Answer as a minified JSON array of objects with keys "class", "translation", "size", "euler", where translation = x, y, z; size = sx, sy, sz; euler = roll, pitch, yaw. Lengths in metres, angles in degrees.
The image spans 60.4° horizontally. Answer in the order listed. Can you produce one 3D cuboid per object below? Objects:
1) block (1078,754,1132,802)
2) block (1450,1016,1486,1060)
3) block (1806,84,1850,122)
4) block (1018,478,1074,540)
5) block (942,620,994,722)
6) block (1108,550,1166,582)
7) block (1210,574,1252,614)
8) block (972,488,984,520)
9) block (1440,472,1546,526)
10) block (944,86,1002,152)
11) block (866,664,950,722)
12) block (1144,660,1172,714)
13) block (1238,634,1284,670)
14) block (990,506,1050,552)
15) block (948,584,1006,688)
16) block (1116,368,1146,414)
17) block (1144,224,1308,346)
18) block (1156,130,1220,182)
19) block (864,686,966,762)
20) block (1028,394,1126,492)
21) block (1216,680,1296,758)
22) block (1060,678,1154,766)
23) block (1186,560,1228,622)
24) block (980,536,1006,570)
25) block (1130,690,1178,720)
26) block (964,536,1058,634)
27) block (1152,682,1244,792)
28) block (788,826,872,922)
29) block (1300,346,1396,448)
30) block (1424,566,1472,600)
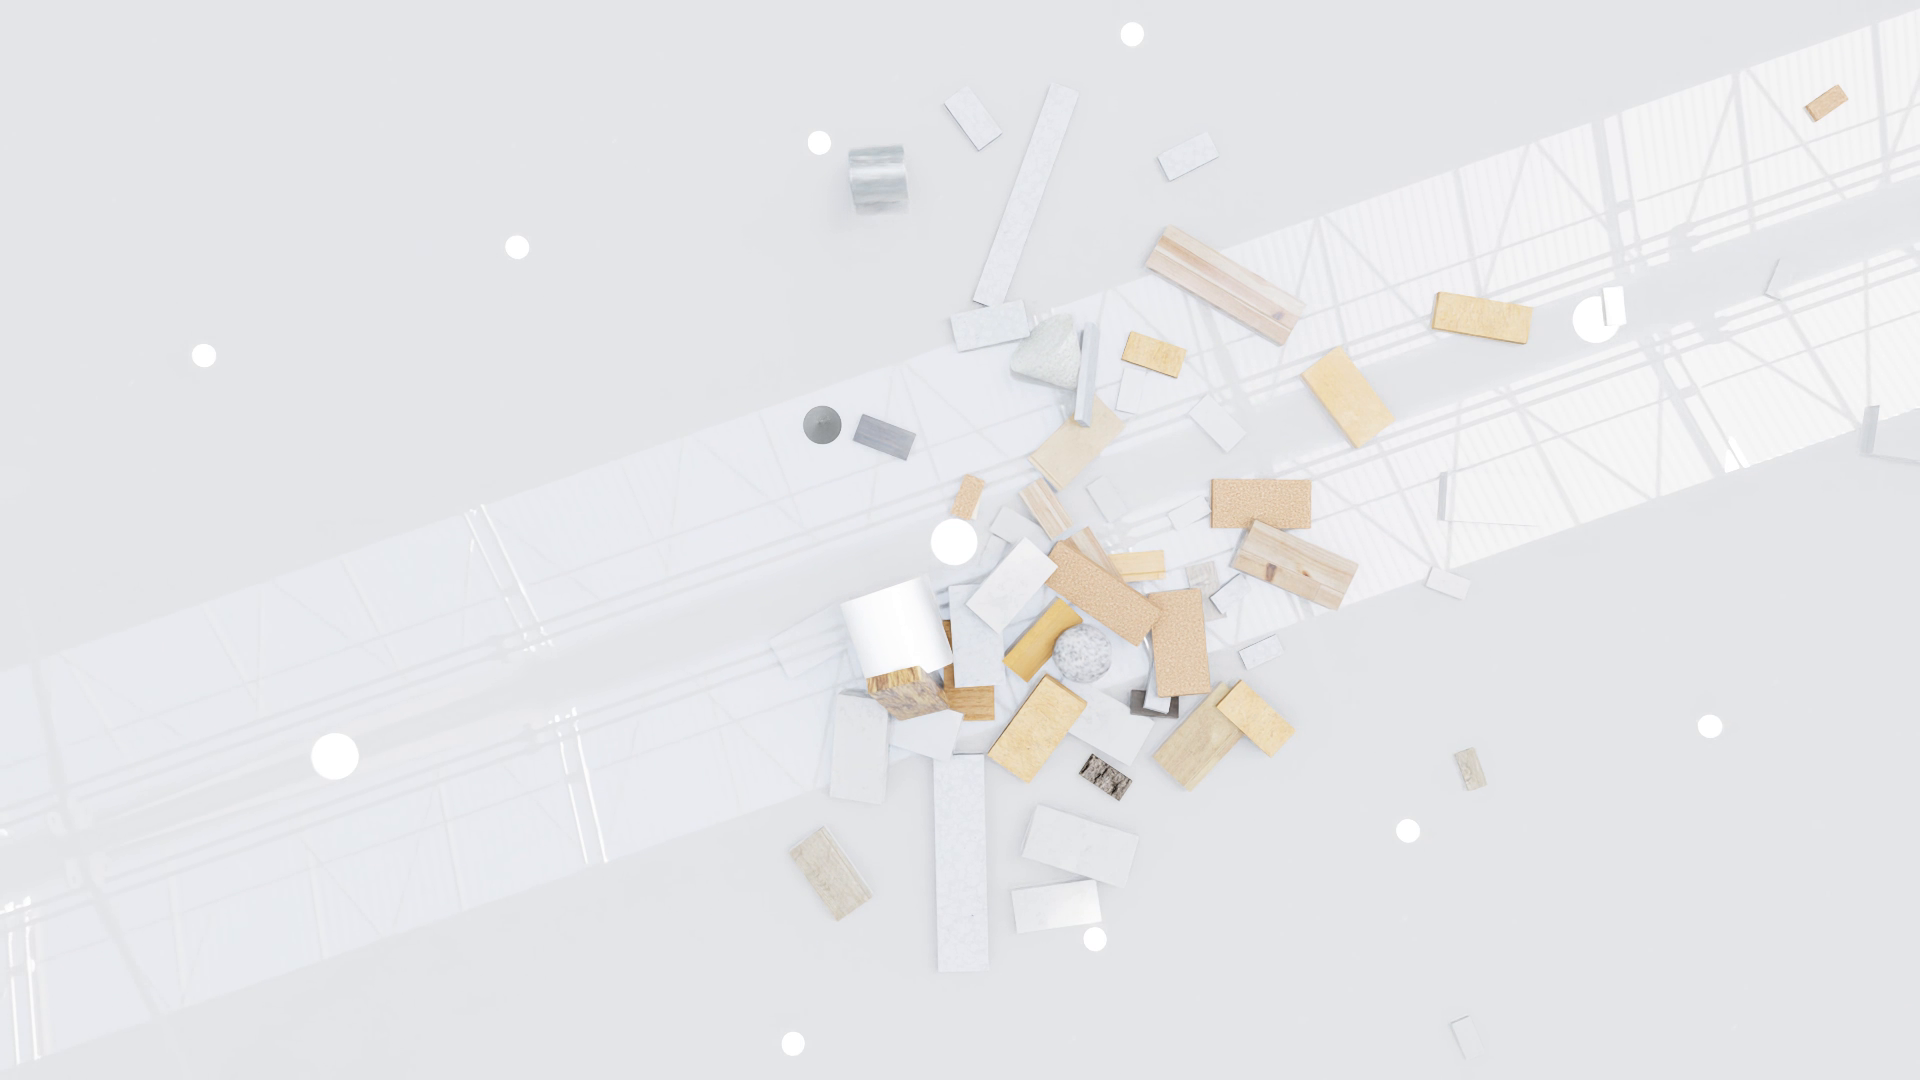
[{"class":"block","translation":[0.485,0.790,5.489],"size":[0.161,0.023,0.081],"euler":[34,90,0]},{"class":"block","translation":[1.690,1.657,5.491],"size":[0.066,0.019,0.131],"euler":[-23,90,0]},{"class":"block","translation":[2.886,-1.455,5.491],"size":[0.125,0.018,0.063],"euler":[-35,90,0]},{"class":"block","translation":[0.286,-0.103,5.471],"size":[0.095,0.027,0.191],"euler":[-34,85,-10]},{"class":"block","translation":[0.029,0.432,5.476],"size":[0.167,0.047,0.334],"euler":[-1,90,0]},{"class":"block","translation":[0.584,0.089,5.486],"size":[0.193,0.027,0.096],"euler":[-5,90,0]},{"class":"block","translation":[0.897,0.178,5.470],"size":[0.136,0.019,0.068],"euler":[-38,96,-14]},{"class":"block","translation":[0.040,-0.127,5.492],"size":[0.054,0.015,0.109],"euler":[14,90,0]},{"class":"block","translation":[1.771,-0.137,5.477],"size":[0.325,0.046,0.162],"euler":[4,90,0]},{"class":"block","translation":[0.044,-1.402,5.486],"size":[0.098,0.028,0.196],"euler":[-36,90,0]},{"class":"block","translation":[-0.162,0.490,5.249],"size":[0.175,0.350,0.050],"euler":[-15,67,9]},{"class":"block","translation":[0.662,0.486,5.459],"size":[0.081,0.023,0.161],"euler":[16,70,-6]},{"class":"block","translation":[1.003,0.373,5.490],"size":[0.136,0.019,0.068],"euler":[-25,90,0]},{"class":"block","translation":[0.204,-0.025,5.486],"size":[0.193,0.027,0.096],"euler":[31,90,0]},{"class":"block","translation":[0.056,0.312,5.429],"size":[0.167,0.047,0.334],"euler":[-4,90,0]},{"class":"block","translation":[0.568,-0.496,5.490],"size":[0.071,0.020,0.142],"euler":[12,90,0]},{"class":"block","translation":[0.882,-0.847,5.478],"size":[0.529,0.044,0.155],"euler":[30,90,0]},{"class":"block","translation":[0.758,-1.275,5.487],"size":[0.185,0.026,0.092],"euler":[-27,90,0]},{"class":"block","translation":[-0.167,0.603,5.447],"size":[0.334,0.047,0.167],"euler":[17,91,10]},{"class":"block","translation":[0.388,-0.323,5.478],"size":[0.310,0.044,0.155],"euler":[-45,90,0]},{"class":"block","translation":[0.974,0.588,5.434],"size":[0.245,0.035,0.122],"euler":[43,90,0]},{"class":"block","translation":[0.458,0.595,5.476],"size":[0.334,0.047,0.167],"euler":[29,90,0]},{"class":"block","translation":[0.819,0.173,5.486],"size":[0.096,0.027,0.193],"euler":[-13,90,0]},{"class":"block","translation":[0.110,0.043,5.492],"size":[0.054,0.015,0.109],"euler":[23,90,0]},{"class":"block","translation":[0.644,0.545,5.462],"size":[0.161,0.023,0.081],"euler":[7,69,-9]},{"class":"block","translation":[0.166,0.148,5.390],"size":[0.148,0.042,0.295],"euler":[42,83,-7]},{"class":"block","translation":[0.815,0.652,5.476],"size":[0.171,0.048,0.341],"euler":[43,90,0]},{"class":"block","translation":[-0.429,1.108,5.480],"size":[0.141,0.040,0.282],"euler":[-35,90,0]},{"class":"block","translation":[1.287,-0.474,5.478],"size":[0.155,0.044,0.310],"euler":[-37,90,0]},{"class":"block","translation":[1.624,0.144,5.490],"size":[0.136,0.019,0.068],"euler":[21,90,0]}]
